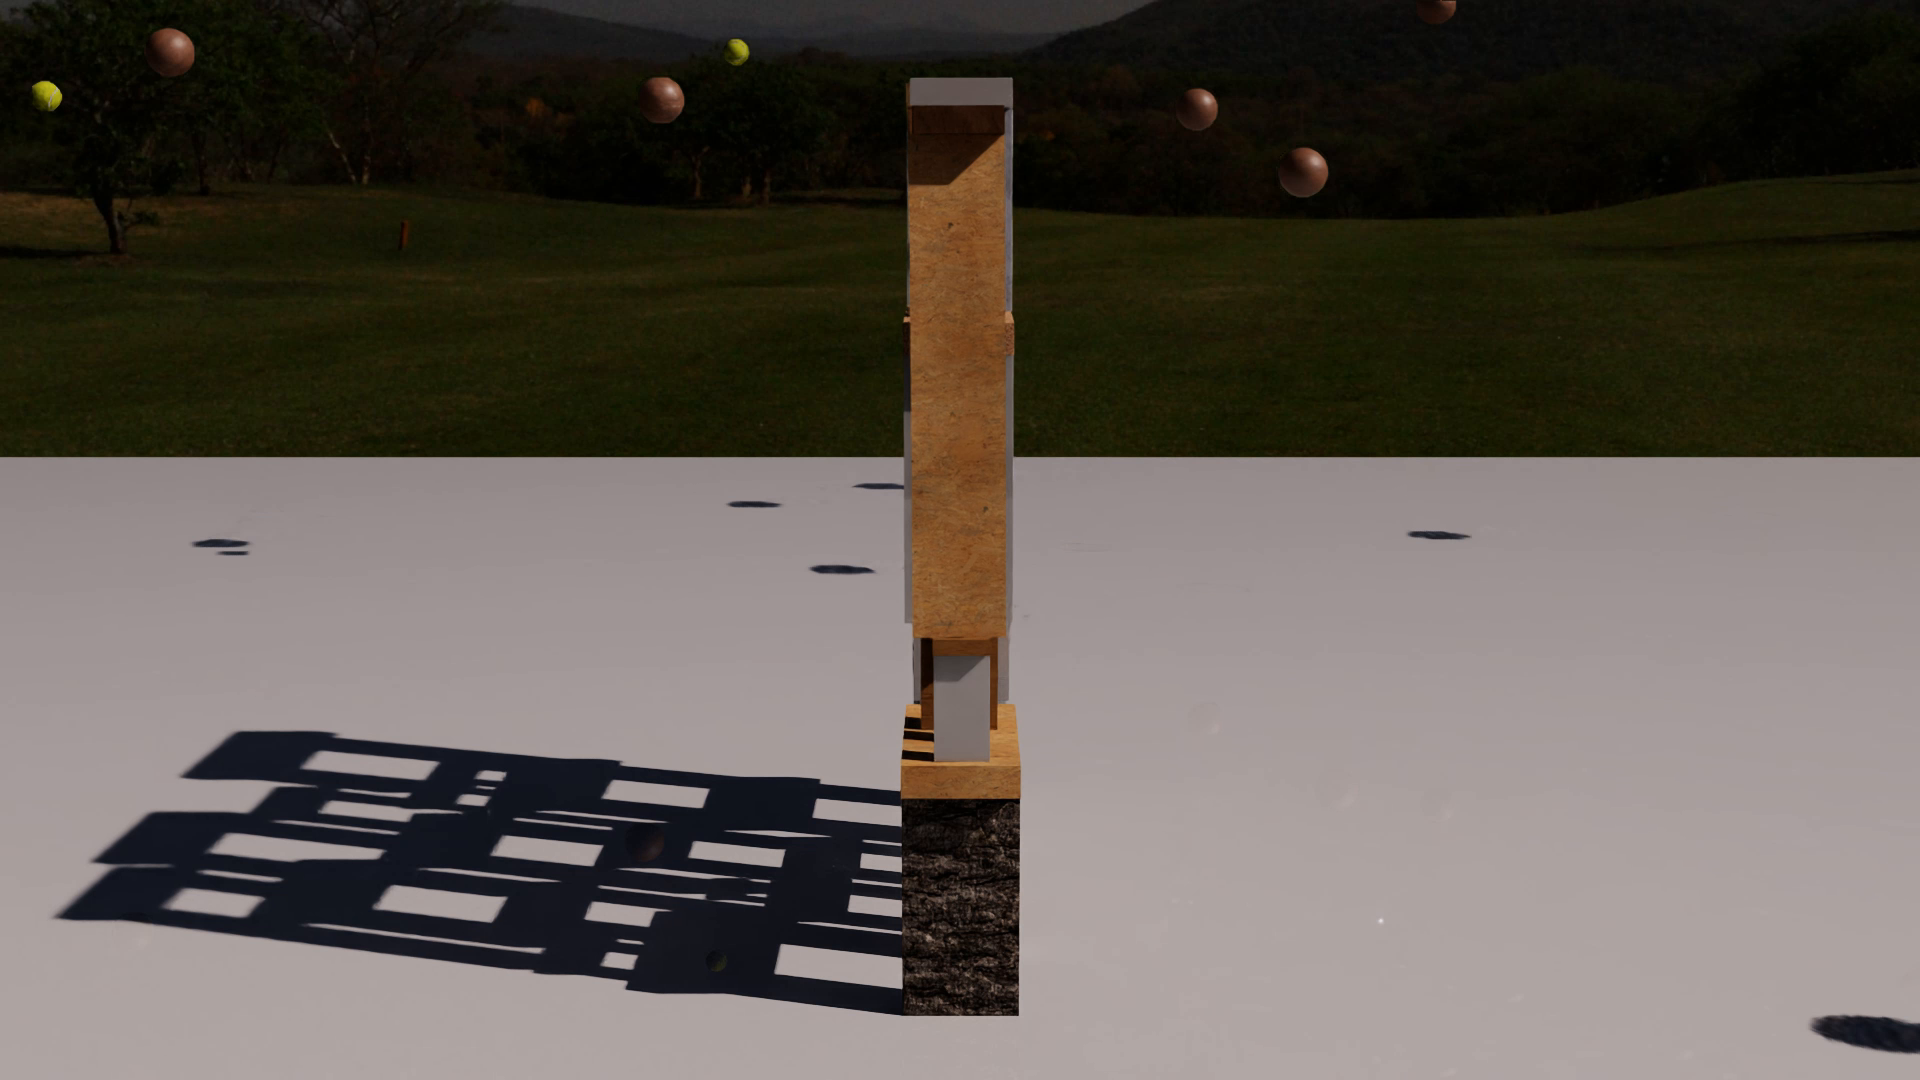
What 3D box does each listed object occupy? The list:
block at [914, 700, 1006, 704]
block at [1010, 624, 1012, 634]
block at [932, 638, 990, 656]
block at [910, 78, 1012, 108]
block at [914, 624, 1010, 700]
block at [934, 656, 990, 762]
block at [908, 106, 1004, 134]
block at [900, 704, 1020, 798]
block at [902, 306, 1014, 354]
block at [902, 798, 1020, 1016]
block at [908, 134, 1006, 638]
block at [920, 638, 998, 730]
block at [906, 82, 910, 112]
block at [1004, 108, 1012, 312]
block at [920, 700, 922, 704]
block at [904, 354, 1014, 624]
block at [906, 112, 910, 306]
[{"bbox_3d":[0.000,0.379,3.913,0.162,0.325,0.046,0,11,0],"label":"block"},{"bbox_3d":[0.005,0.012,3.832,0.167,0.335,0.047,0,11,0],"label":"block"},{"bbox_3d":[0.002,0.134,3.110,0.078,0.022,0.157,0,11,0],"label":"block"},{"bbox_3d":[0.002,-0.666,3.285,0.147,0.042,0.293,0,10,0],"label":"block"},{"bbox_3d":[0.002,0.023,3.455,0.151,0.461,0.043,0,11,0],"label":"block"},{"bbox_3d":[0.003,0.232,3.075,0.078,0.157,0.022,0,11,0],"label":"block"},{"bbox_3d":[-0.005,-0.576,3.019,0.128,0.036,0.256,0,11,0],"label":"block"},{"bbox_3d":[0.001,0.307,3.229,0.167,0.047,0.335,0,11,0],"label":"block"},{"bbox_3d":[-0.002,-0.305,3.183,0.154,0.044,0.308,0,11,0],"label":"block"},{"bbox_3d":[0.001,0.515,3.154,0.167,0.335,0.047,0,11,0],"label":"block"},{"bbox_3d":[-0.003,-0.206,3.001,0.128,0.686,0.036,0,11,0],"label":"block"},{"bbox_3d":[-0.001,0.167,3.238,0.113,0.225,0.032,0,11,0],"label":"block"},{"bbox_3d":[-0.003,-0.764,3.811,0.172,0.049,0.344,0,10,0],"label":"block"},{"bbox_3d":[0.003,-0.483,3.220,0.147,0.293,0.042,0,11,0],"label":"block"},{"bbox_3d":[-0.003,0.229,3.602,0.123,0.247,0.035,0,10,0],"label":"block"},{"bbox_3d":[-0.002,-0.075,3.120,0.154,0.386,0.044,0,10,0],"label":"block"},{"bbox_3d":[-0.004,-0.550,3.733,0.172,0.344,0.049,0,10,0],"label":"block"}]
